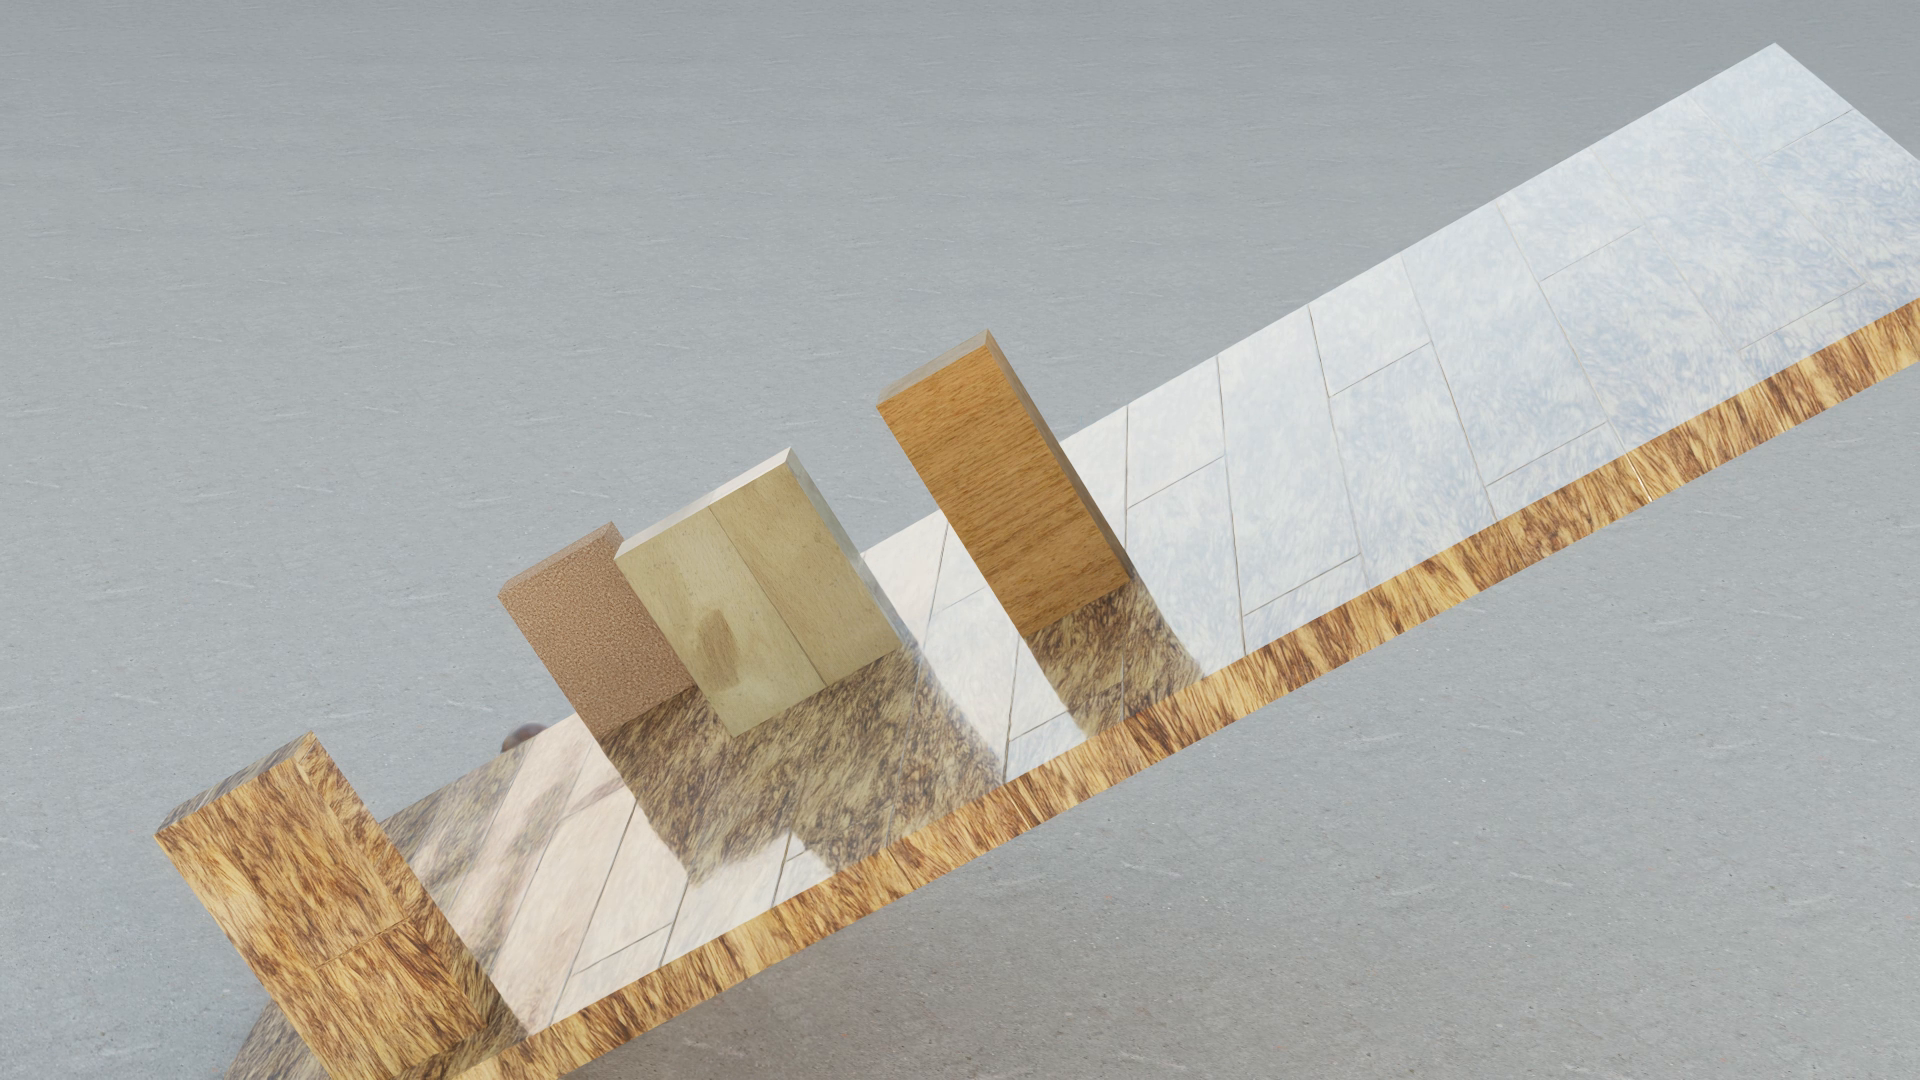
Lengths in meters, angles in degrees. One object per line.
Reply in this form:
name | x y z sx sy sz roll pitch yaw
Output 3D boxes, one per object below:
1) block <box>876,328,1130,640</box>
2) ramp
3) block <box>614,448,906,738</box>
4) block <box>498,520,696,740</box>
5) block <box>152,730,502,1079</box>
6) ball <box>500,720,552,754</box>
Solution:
block | 0.092 -0.112 5.964 0.254 0.573 0.124 -29 15 12
ramp | 0.142 0.168 6.287 4.000 0.100 2.000 -29 15 12
block | -0.437 0.118 6.476 0.445 0.486 0.112 -29 15 12
block | -0.865 0.220 7.135 0.312 0.431 0.104 -29 15 12
block | -1.233 0.738 5.755 0.337 0.660 0.128 -29 15 12
ball | -1.174 0.587 8.101 0.181 0.181 0.181 0 19 0
